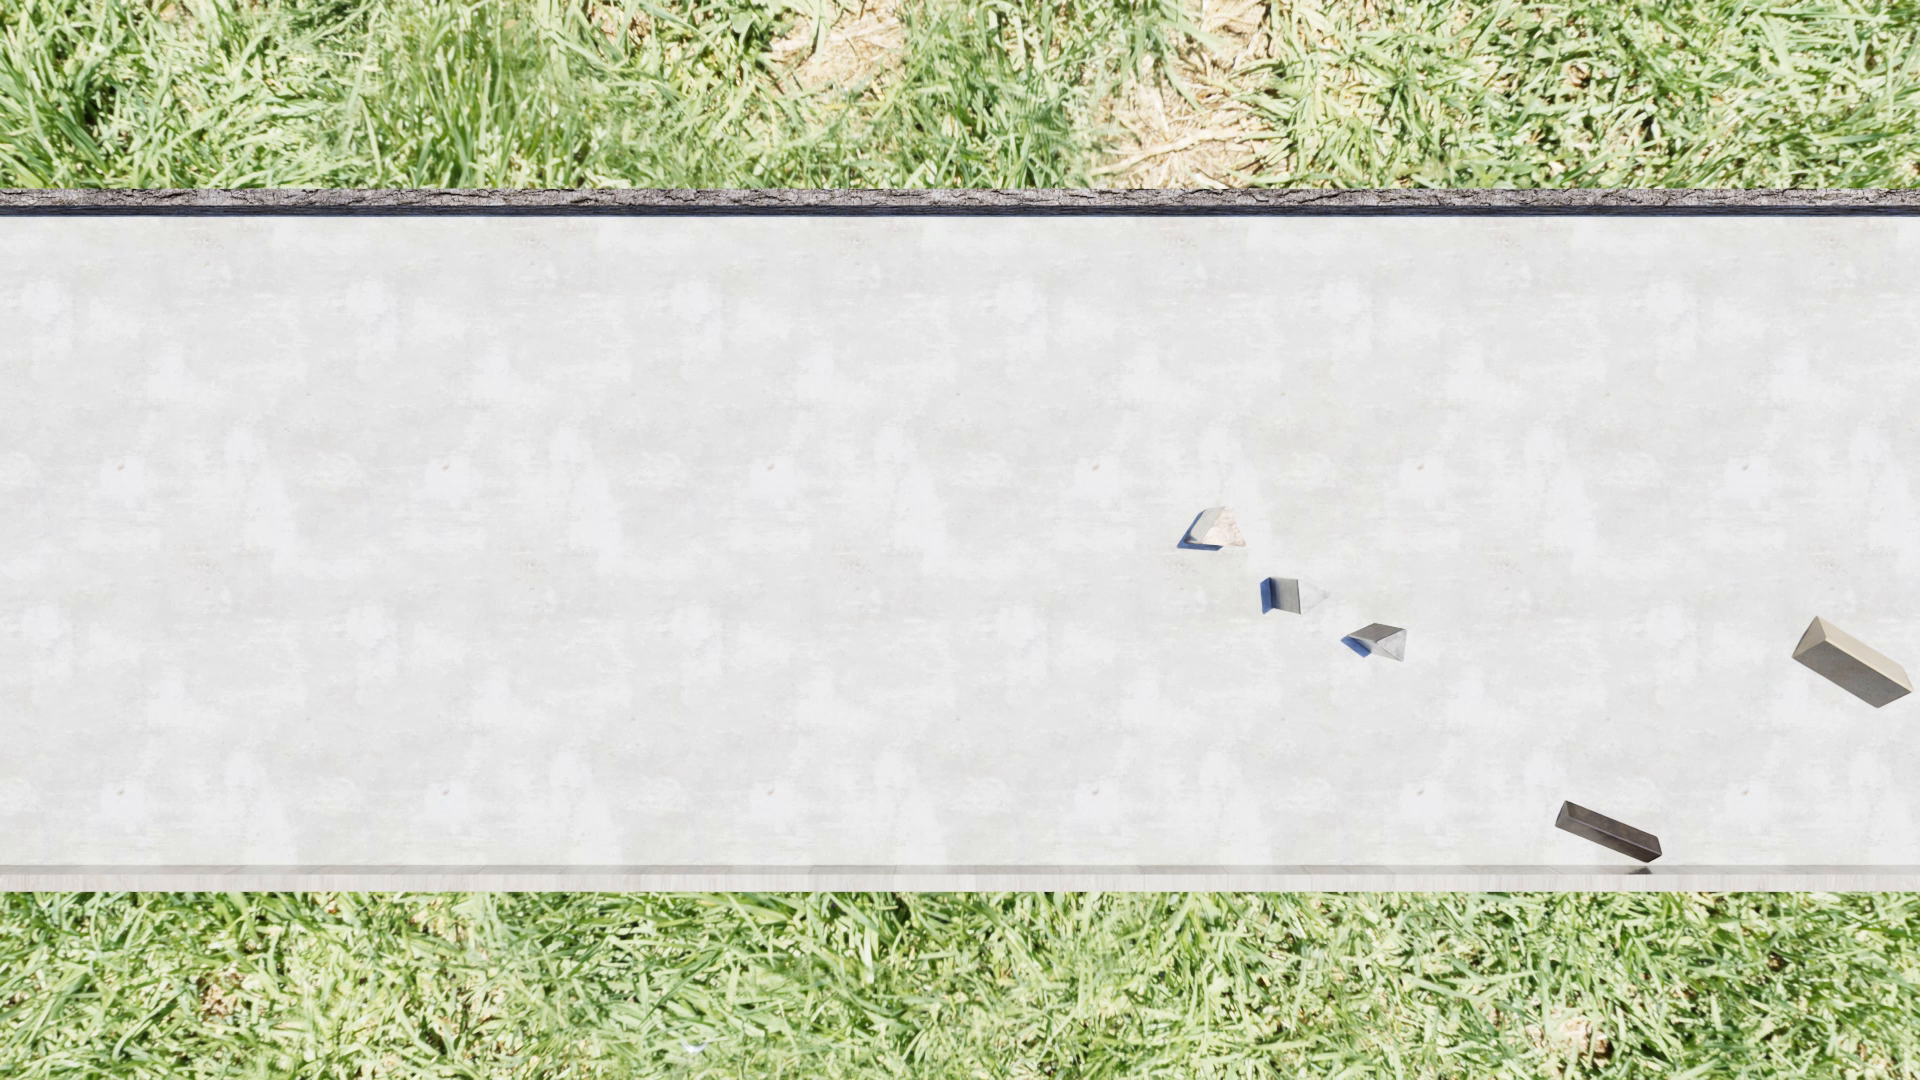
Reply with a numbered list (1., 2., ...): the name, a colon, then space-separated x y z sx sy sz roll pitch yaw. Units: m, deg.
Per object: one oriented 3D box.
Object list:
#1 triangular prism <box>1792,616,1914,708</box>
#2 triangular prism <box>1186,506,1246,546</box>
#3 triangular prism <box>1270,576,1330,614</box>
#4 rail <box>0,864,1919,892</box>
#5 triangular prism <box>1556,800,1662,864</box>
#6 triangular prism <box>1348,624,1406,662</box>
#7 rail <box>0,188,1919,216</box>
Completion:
1. triangular prism: 2.728 0.375 5.009 0.306 0.128 0.148 31 90 0
2. triangular prism: 0.758 -0.043 4.893 0.127 0.367 0.110 5 90 0
3. triangular prism: 0.978 0.147 4.858 0.100 0.438 0.086 -35 90 0
4. rail: -2.247 1.025 5.001 12.000 0.150 0.050 0 90 0
5. triangular prism: 1.987 0.897 5.037 0.306 0.075 0.087 22 90 0
6. triangular prism: 1.255 0.288 4.899 0.094 0.355 0.081 36 90 0
7. rail: -2.247 -1.025 5.002 12.000 0.150 0.050 0 90 0
